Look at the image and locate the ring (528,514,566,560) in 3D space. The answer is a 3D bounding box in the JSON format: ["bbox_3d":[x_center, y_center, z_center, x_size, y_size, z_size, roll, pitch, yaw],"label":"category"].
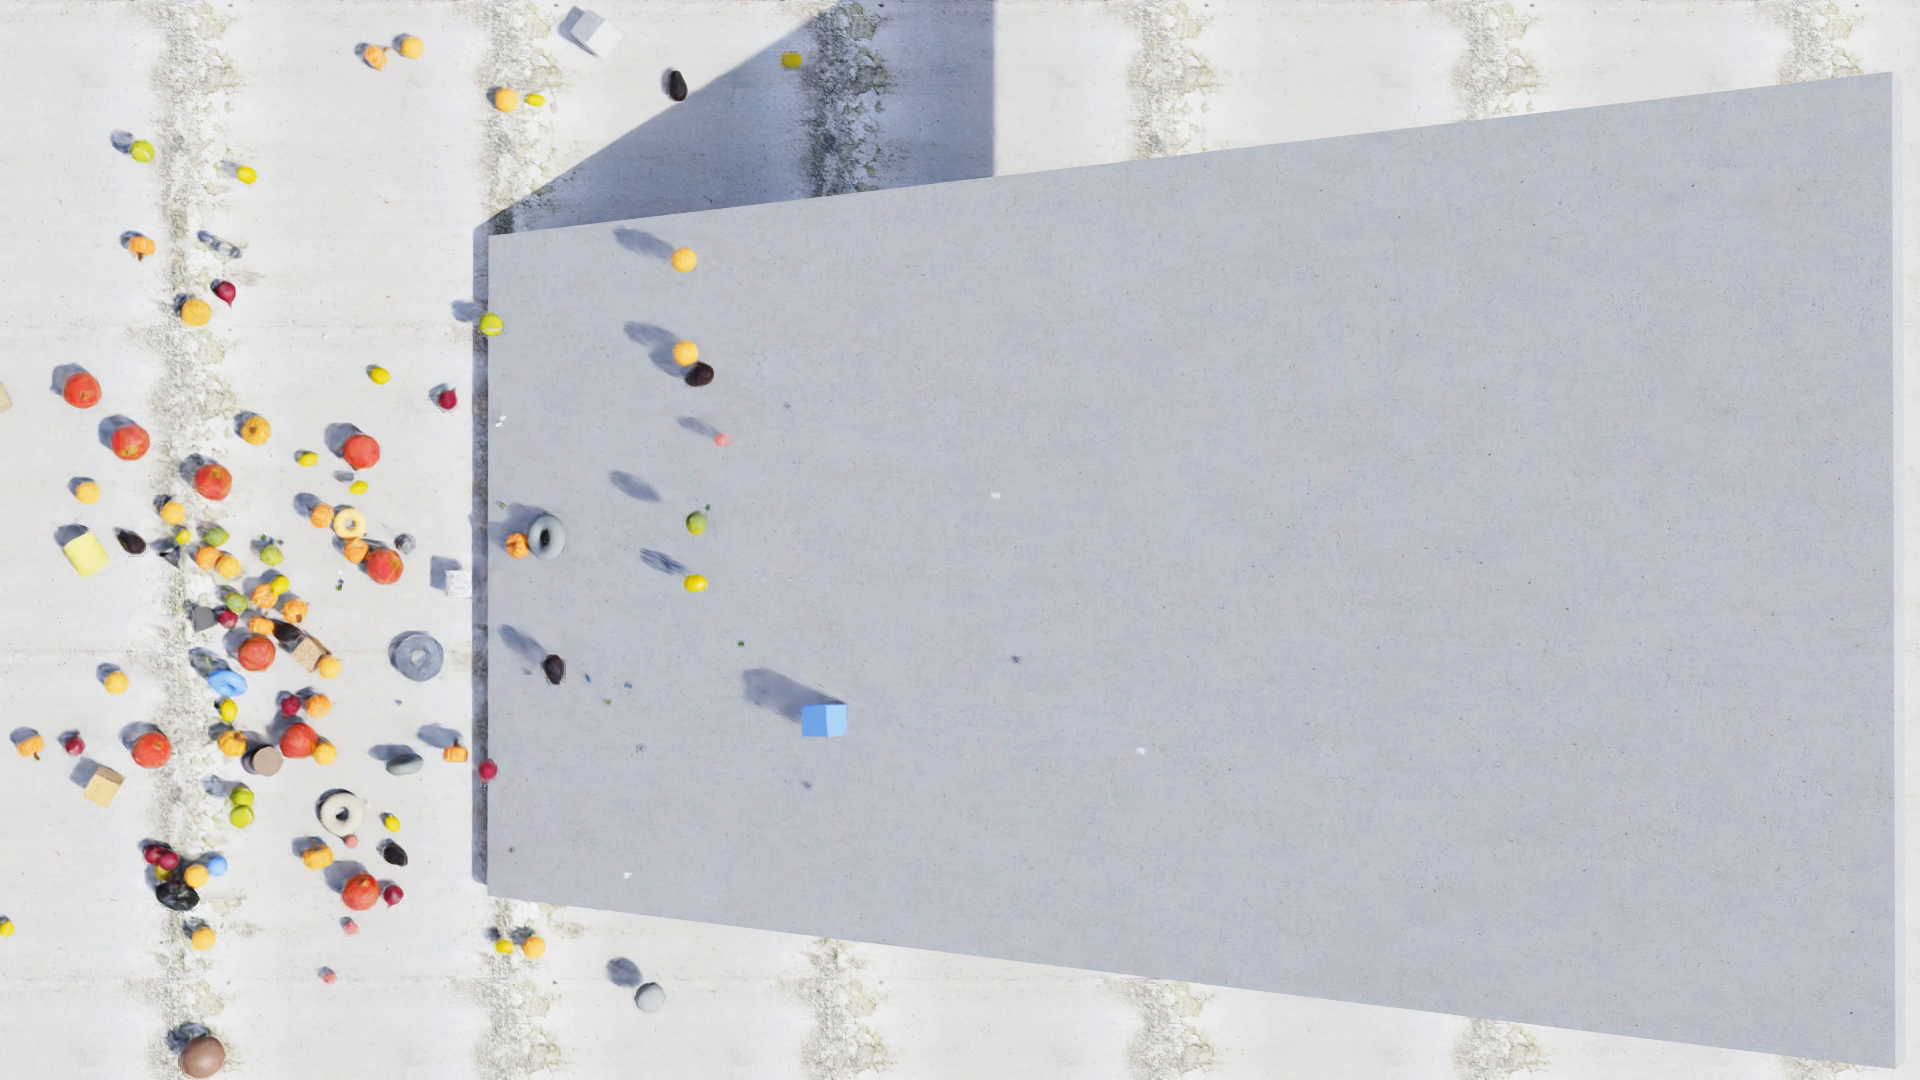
[{"bbox_3d":[-1.221,-0.009,6.494,0.139,0.046,0.139,1,91,35],"label":"ring"}]

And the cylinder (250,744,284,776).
[{"bbox_3d":[-2.107,0.669,6.680,0.088,0.088,0.088,0,91,-23],"label":"cylinder"}]

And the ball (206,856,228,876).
[{"bbox_3d":[-2.266,0.996,6.708,0.062,0.062,0.062,0,90,0],"label":"ball"}]

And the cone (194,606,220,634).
[{"bbox_3d":[-2.323,0.260,6.726,0.083,0.083,0.083,40,116,0],"label":"cone"}]

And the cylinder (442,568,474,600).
[{"bbox_3d":[-1.523,0.133,6.679,0.080,0.080,0.080,-11,105,0],"label":"cylinder"}]

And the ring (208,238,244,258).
[{"bbox_3d":[-2.233,-0.888,6.692,0.108,0.108,0.036,24,95,0],"label":"ring"}]

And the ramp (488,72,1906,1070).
[{"bbox_3d":[0.248,0.068,5.577,4.000,0.100,2.000,0,89,34],"label":"ramp"}]

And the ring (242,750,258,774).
[{"bbox_3d":[-2.157,0.679,6.729,0.078,0.026,0.078,0,90,-1],"label":"ring"}]

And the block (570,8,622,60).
[{"bbox_3d":[-1.107,-1.540,6.696,0.092,0.092,0.092,39,90,36],"label":"block"}]

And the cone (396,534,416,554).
[{"bbox_3d":[-1.695,0.011,6.713,0.061,0.061,0.061,0,89,-7],"label":"cone"}]

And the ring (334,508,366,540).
[{"bbox_3d":[-1.867,-0.048,6.728,0.101,0.034,0.101,-1,98,-4],"label":"ring"}]

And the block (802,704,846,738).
[{"bbox_3d":[-0.363,0.483,5.880,0.084,0.084,0.084,-4,88,34],"label":"block"}]

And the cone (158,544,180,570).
[{"bbox_3d":[-2.391,0.063,6.695,0.072,0.072,0.072,-22,109,0],"label":"cone"}]

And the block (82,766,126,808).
[{"bbox_3d":[-2.603,0.751,6.686,0.082,0.082,0.082,29,96,-14],"label":"block"}]

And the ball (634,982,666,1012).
[{"bbox_3d":[-0.932,1.376,6.613,0.091,0.091,0.091,0,90,0],"label":"ball"}]

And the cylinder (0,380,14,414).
[{"bbox_3d":[-2.945,-0.432,6.709,0.082,0.082,0.082,-27,89,0],"label":"cylinder"}]

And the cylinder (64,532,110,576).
[{"bbox_3d":[-2.658,0.045,6.693,0.098,0.098,0.098,-34,89,0],"label":"cylinder"}]

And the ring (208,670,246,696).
[{"bbox_3d":[-2.207,0.431,6.626,0.116,0.116,0.039,8,53,0],"label":"ring"}]

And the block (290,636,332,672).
[{"bbox_3d":[-1.979,0.349,6.706,0.076,0.076,0.076,42,90,0],"label":"block"}]

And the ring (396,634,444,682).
[{"bbox_3d":[-1.648,0.360,6.716,0.147,0.049,0.147,0,85,-5],"label":"ring"}]

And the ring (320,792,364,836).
[{"bbox_3d":[-1.889,0.837,6.718,0.136,0.045,0.136,0,88,4],"label":"ring"}]

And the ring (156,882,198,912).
[{"bbox_3d":[-2.377,1.081,6.676,0.131,0.131,0.044,9,49,0],"label":"ring"}]
